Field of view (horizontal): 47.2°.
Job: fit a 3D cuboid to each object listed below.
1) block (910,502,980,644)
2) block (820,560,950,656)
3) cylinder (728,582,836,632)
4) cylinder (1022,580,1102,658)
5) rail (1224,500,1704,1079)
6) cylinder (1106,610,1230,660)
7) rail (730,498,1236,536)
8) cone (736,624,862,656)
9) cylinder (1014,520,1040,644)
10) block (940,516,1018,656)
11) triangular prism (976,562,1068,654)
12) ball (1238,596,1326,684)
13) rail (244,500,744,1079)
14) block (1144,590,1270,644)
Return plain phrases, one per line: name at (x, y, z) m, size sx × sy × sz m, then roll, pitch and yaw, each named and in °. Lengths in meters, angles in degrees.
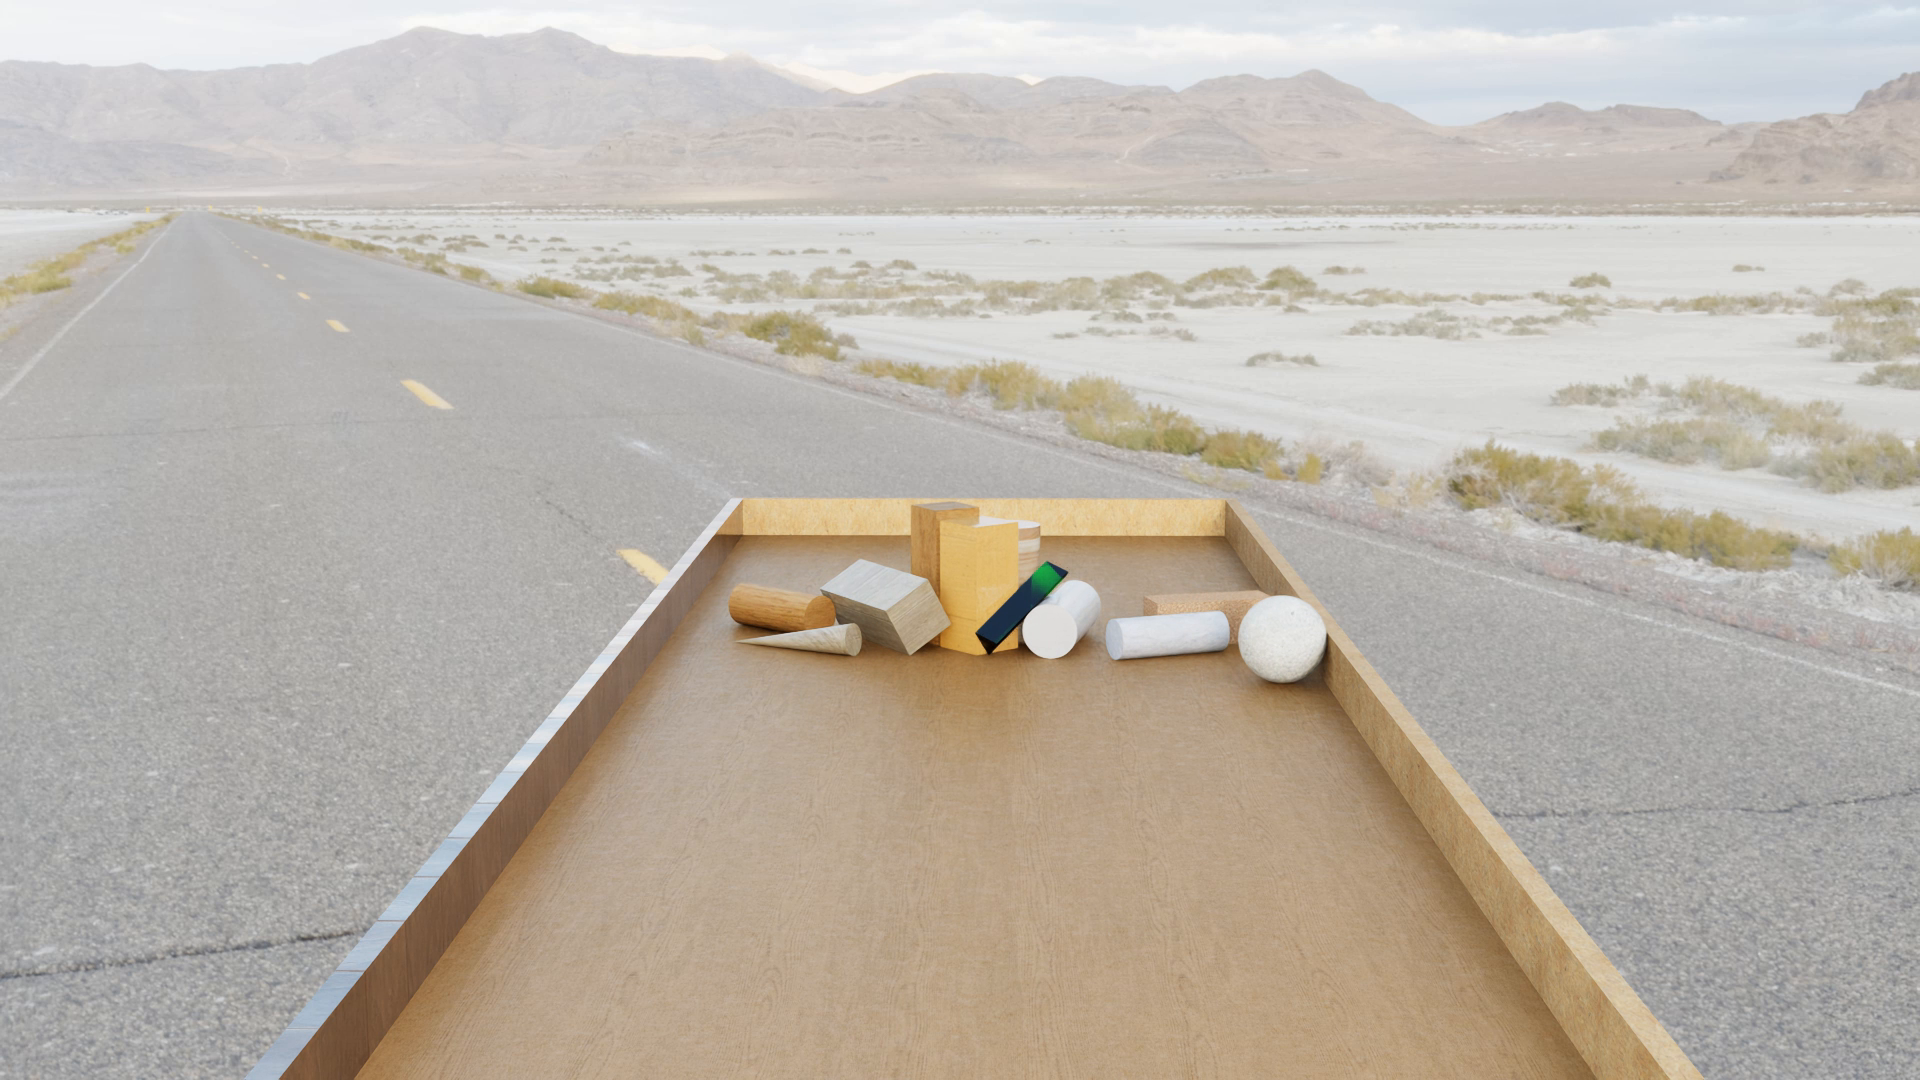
block at (-0.048, 0.103, 6.997) m, size 0.159 × 0.427 × 0.159 m, roll -5°, pitch 11°, yaw -31°
block at (-0.239, 0.209, 6.949) m, size 0.171 × 0.171 × 0.442 m, roll -36°, pitch 24°, yaw -21°
cylinder at (-0.579, 0.227, 7.134) m, size 0.360 × 0.139 × 0.139 m, roll 8°, pitch 12°, yaw 42°
cylinder at (0.324, 0.246, 6.913) m, size 0.170 × 0.170 × 0.427 m, roll 2°, pitch 9°, yaw 13°
rail at (1.046, 0.843, 3.208) m, size 0.050 × 0.150 × 12.000 m, roll 0°, pitch 9°, yaw 1°
cylinder at (0.639, 0.292, 6.763) m, size 0.363 × 0.126 × 0.126 m, roll -4°, pitch 10°, yaw -21°
rail at (0.099, -0.098, 9.147) m, size 2.100 × 0.150 × 0.050 m, roll 0°, pitch 9°, yaw 1°
cone at (-0.528, 0.314, 6.865) m, size 0.456 × 0.101 × 0.101 m, roll -2°, pitch 7°, yaw 28°
cylinder at (0.172, 0.132, 6.982) m, size 0.162 × 0.370 × 0.162 m, roll 0°, pitch 10°, yaw 0°
block at (0.060, 0.139, 6.859) m, size 0.173 × 0.399 × 0.173 m, roll -8°, pitch 12°, yaw -40°
triangular prism at (0.186, 0.201, 6.828) m, size 0.359 × 0.076 × 0.087 m, roll -44°, pitch -5°, yaw -29°
ball at (0.935, 0.288, 6.379) m, size 0.255 × 0.255 × 0.255 m, roll 0°, pitch 9°, yaw 0°
rail at (-1.004, 0.839, 3.234) m, size 0.050 × 0.150 × 12.000 m, roll 0°, pitch 9°, yaw 1°
block at (0.790, 0.250, 6.986) m, size 0.391 × 0.140 × 0.140 m, roll -2°, pitch 9°, yaw -14°
